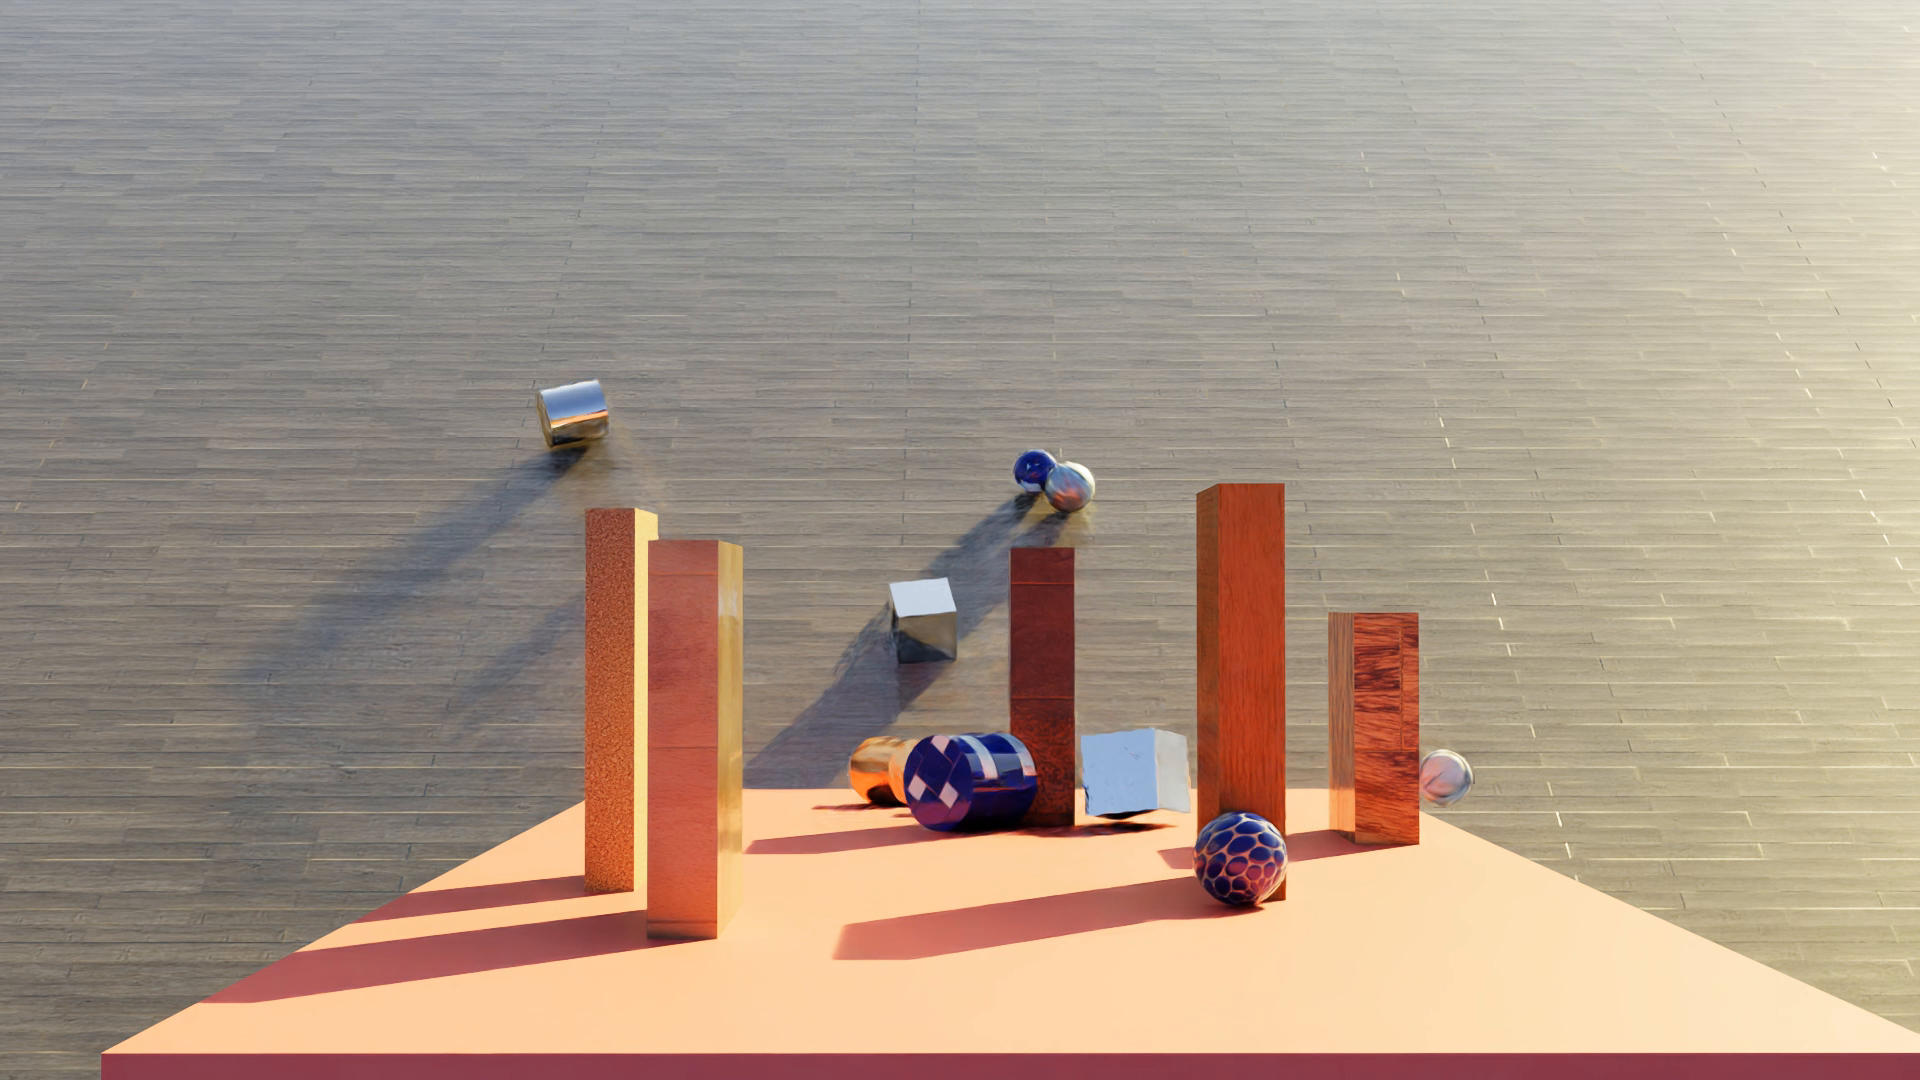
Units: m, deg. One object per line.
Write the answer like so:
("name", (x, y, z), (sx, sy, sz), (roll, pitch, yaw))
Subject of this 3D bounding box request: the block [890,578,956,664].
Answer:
("block", (-0.106, 0.231, 7.414), (0.167, 0.167, 0.167), (-5, 34, -8))

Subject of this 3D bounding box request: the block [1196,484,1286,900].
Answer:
("block", (0.478, 0.253, 4.443), (0.108, 0.681, 0.394), (0, -1, 0))

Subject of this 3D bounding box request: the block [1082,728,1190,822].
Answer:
("block", (0.386, 0.516, 5.681), (0.174, 0.174, 0.174), (-9, -13, 27))

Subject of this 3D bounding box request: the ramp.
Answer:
("ramp", (0.075, 0.652, 4.792), (2.000, 0.100, 4.000), (0, -1, 0))

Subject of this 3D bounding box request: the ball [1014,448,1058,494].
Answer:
("ball", (0.237, -0.215, 8.099), (0.140, 0.140, 0.140), (0, 34, 0))

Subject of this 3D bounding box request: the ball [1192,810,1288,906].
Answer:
("ball", (0.449, 0.511, 4.164), (0.151, 0.151, 0.151), (0, 34, 0))

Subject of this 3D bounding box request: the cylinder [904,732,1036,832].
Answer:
("cylinder", (0.022, 0.520, 5.599), (0.204, 0.204, 0.204), (2, 24, -47))

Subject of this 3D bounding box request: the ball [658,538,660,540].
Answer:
("ball", (-0.961, 0.007, 7.791), (0.117, 0.117, 0.117), (0, 34, 0))

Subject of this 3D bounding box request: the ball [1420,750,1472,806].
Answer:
("ball", (1.254, 0.617, 6.728), (0.146, 0.146, 0.146), (0, 34, 0))

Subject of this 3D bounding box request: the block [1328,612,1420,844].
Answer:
("block", (0.859, 0.384, 5.408), (0.130, 0.467, 0.366), (0, -1, 0))

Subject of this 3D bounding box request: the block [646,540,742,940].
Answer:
("block", (-0.401, 0.293, 3.966), (0.102, 0.576, 0.424), (0, -1, 0))

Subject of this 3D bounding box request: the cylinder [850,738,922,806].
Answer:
("cylinder", (-0.157, 0.560, 6.291), (0.158, 0.158, 0.158), (-28, 15, -35))

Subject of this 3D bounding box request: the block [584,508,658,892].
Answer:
("block", (-0.590, 0.273, 4.538), (0.083, 0.646, 0.326), (0, -1, 0))

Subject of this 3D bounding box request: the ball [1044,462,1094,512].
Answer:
("ball", (0.338, -0.162, 8.005), (0.155, 0.155, 0.155), (0, 34, 0))

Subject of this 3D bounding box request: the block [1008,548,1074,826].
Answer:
("block", (0.180, 0.324, 5.813), (0.139, 0.607, 0.303), (0, -1, 0))

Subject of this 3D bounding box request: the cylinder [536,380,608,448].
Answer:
("cylinder", (-1.242, -0.407, 8.323), (0.186, 0.186, 0.186), (-13, 36, -18))
